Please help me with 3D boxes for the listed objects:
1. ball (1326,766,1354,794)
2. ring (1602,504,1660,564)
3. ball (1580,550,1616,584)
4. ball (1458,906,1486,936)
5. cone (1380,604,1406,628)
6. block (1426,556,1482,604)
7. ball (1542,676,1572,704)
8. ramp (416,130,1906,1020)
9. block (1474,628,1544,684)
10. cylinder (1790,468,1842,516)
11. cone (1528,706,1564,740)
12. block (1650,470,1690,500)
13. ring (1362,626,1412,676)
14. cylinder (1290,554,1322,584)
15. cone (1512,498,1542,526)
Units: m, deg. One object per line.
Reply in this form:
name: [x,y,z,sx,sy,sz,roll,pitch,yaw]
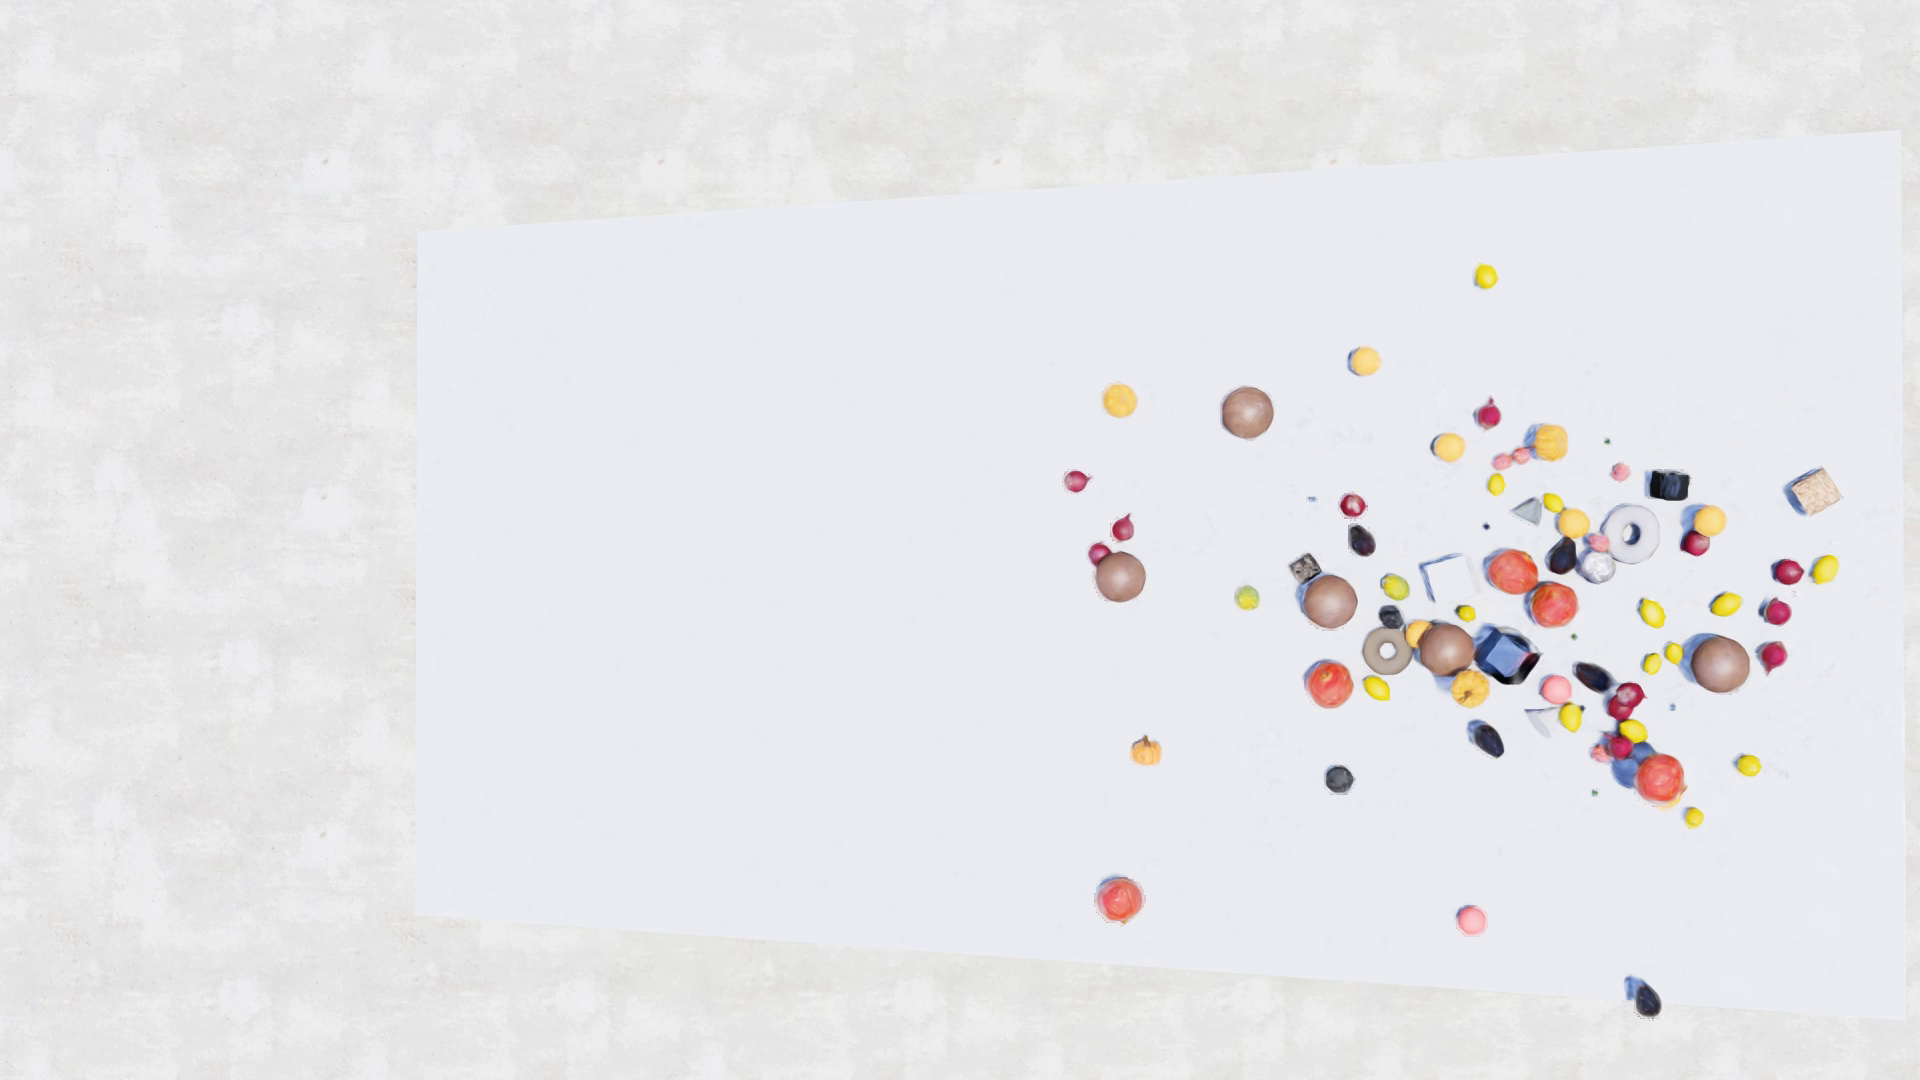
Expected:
ball: [0.928,0.586,5.377,0.068,0.068,0.068,0,89,0]
ring: [1.563,-0.013,5.121,0.141,0.047,0.141,-7,80,42]
ball: [1.493,0.063,5.148,0.081,0.081,0.081,0,89,0]
ball: [1.224,0.910,5.254,0.067,0.067,0.067,0,89,0]
cone: [1.055,0.180,5.317,0.062,0.062,0.062,1,77,-5]
block: [1.183,0.096,5.265,0.095,0.095,0.095,-18,83,21]
ball: [1.408,0.354,5.187,0.070,0.070,0.070,0,89,0]
ramp: [0.283,0.087,5.733,4.000,0.100,2.000,0,89,22]
block: [1.292,0.273,5.179,0.095,0.095,0.095,47,118,36]
cylinder: [1.937,-0.108,4.971,0.082,0.082,0.082,-33,89,18]
cone: [1.401,0.417,5.206,0.078,0.078,0.078,-36,89,-11]
block: [1.641,-0.127,5.083,0.060,0.060,0.060,-2,102,-20]
ring: [1.040,0.270,5.350,0.121,0.040,0.121,-1,87,22]
cylinder: [0.852,0.072,5.419,0.057,0.057,0.057,-35,89,18]
cone: [1.337,-0.067,5.216,0.067,0.067,0.067,1,89,29]
